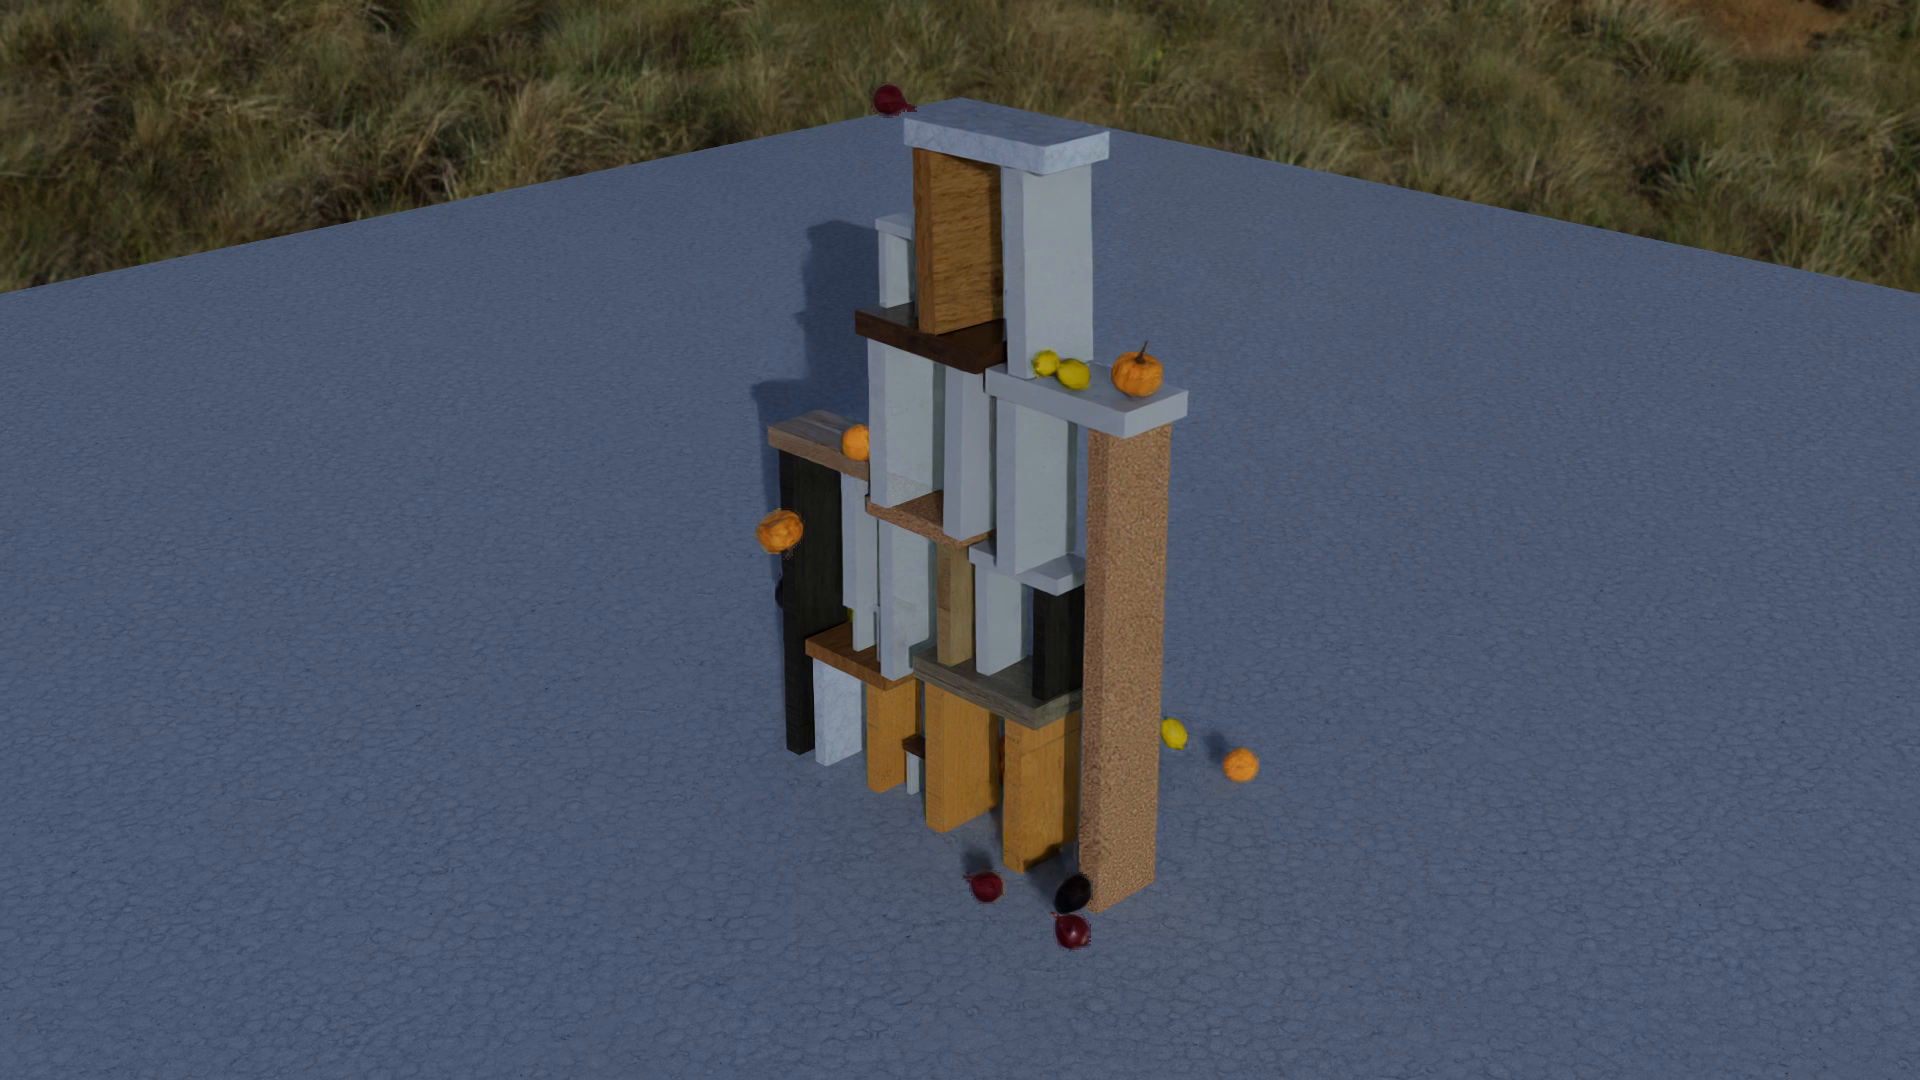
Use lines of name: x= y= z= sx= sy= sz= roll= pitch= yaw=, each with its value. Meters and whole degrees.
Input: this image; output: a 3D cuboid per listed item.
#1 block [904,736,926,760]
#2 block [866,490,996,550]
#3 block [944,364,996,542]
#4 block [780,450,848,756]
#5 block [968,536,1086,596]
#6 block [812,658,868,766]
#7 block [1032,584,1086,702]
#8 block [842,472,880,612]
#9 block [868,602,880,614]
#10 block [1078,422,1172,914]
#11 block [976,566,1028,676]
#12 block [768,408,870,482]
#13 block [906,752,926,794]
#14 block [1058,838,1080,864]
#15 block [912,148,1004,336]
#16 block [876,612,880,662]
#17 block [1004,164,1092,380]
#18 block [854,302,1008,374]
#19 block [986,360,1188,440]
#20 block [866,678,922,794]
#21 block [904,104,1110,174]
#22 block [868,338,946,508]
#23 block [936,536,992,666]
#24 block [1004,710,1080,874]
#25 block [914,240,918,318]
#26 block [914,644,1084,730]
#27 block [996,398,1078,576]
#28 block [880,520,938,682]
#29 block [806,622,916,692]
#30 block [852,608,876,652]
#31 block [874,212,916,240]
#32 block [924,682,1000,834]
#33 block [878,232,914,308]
block: x=-0.065 y=0.429 z=4.483 sx=0.097 sy=0.014 sz=0.049 roll=21 pitch=31 yaw=41
block: x=-0.049 y=-0.050 z=4.242 sx=0.126 sy=0.036 sz=0.252 roll=-21 pitch=31 yaw=-40
block: x=0.048 y=-0.179 z=4.074 sx=0.166 sy=0.332 sz=0.047 roll=-20 pitch=32 yaw=-39
block: x=-0.303 y=0.116 z=4.603 sx=0.041 sy=0.690 sz=0.144 roll=22 pitch=31 yaw=40
block: x=0.135 y=0.042 z=4.103 sx=0.223 sy=0.032 sz=0.112 roll=21 pitch=31 yaw=40
block: x=-0.251 y=0.344 z=4.639 sx=0.034 sy=0.243 sz=0.122 roll=21 pitch=31 yaw=41
block: x=0.186 y=0.179 z=4.106 sx=0.112 sy=0.223 sz=0.032 roll=-21 pitch=31 yaw=-40
block: x=-0.168 y=-0.015 z=4.397 sx=0.144 sy=0.288 sz=0.041 roll=-21 pitch=32 yaw=-40
block: x=-0.170 y=0.123 z=4.462 sx=0.054 sy=0.015 sz=0.109 roll=-21 pitch=31 yaw=-40
block: x=0.296 y=0.231 z=3.994 sx=0.047 sy=0.955 sz=0.165 roll=21 pitch=31 yaw=41
block: x=0.079 y=0.137 z=4.205 sx=0.032 sy=0.223 sz=0.112 roll=19 pitch=29 yaw=39
block: x=-0.234 y=-0.192 z=4.392 sx=0.288 sy=0.041 sz=0.144 roll=21 pitch=31 yaw=40
block: x=-0.088 y=0.471 z=4.526 sx=0.014 sy=0.097 sz=0.049 roll=21 pitch=31 yaw=41
block: x=0.251 y=0.603 z=4.322 sx=0.105 sy=0.015 sz=0.053 roll=-19 pitch=30 yaw=-38
block: x=-0.002 y=-0.553 z=3.979 sx=0.167 sy=0.334 sz=0.047 roll=-19 pitch=27 yaw=-38
block: x=-0.144 y=0.190 z=4.462 sx=0.015 sy=0.109 sz=0.054 roll=22 pitch=31 yaw=40
block: x=0.156 y=-0.481 z=3.853 sx=0.167 sy=0.369 sz=0.047 roll=-20 pitch=27 yaw=-39
block: x=-0.024 y=-0.385 z=4.075 sx=0.166 sy=0.047 sz=0.332 roll=-20 pitch=30 yaw=-39
block: x=0.220 y=-0.261 z=3.869 sx=0.165 sy=0.047 sz=0.330 roll=-21 pitch=31 yaw=-40
block: x=-0.135 y=0.389 z=4.533 sx=0.034 sy=0.243 sz=0.121 roll=22 pitch=31 yaw=40
block: x=0.079 y=-0.702 z=3.839 sx=0.334 sy=0.047 sz=0.167 roll=20 pitch=30 yaw=40
block: x=-0.098 y=-0.243 z=4.224 sx=0.047 sy=0.332 sz=0.166 roll=21 pitch=31 yaw=41
block: x=0.013 y=0.106 z=4.241 sx=0.036 sy=0.252 sz=0.126 roll=21 pitch=30 yaw=40
block: x=0.158 y=0.467 z=4.245 sx=0.162 sy=0.324 sz=0.046 roll=-21 pitch=31 yaw=-40
block: x=-0.051 y=-0.488 z=4.071 sx=0.072 sy=0.144 sz=0.020 roll=-20 pitch=30 yaw=-38
block: x=0.081 y=0.268 z=4.242 sx=0.324 sy=0.046 sz=0.162 roll=21 pitch=31 yaw=40
block: x=0.141 y=-0.117 z=4.013 sx=0.047 sy=0.330 sz=0.165 roll=21 pitch=31 yaw=41
block: x=-0.101 y=0.101 z=4.372 sx=0.036 sy=0.344 sz=0.126 roll=21 pitch=31 yaw=40
block: x=-0.192 y=0.239 z=4.530 sx=0.243 sy=0.034 sz=0.121 roll=22 pitch=31 yaw=40
block: x=-0.195 y=0.169 z=4.510 sx=0.015 sy=0.109 sz=0.054 roll=22 pitch=31 yaw=40
block: x=-0.083 y=-0.579 z=4.075 sx=0.072 sy=0.020 sz=0.144 roll=-20 pitch=30 yaw=-39
block: x=0.005 y=0.408 z=4.385 sx=0.162 sy=0.324 sz=0.046 roll=-21 pitch=31 yaw=-41
block: x=-0.118 y=-0.514 z=4.134 sx=0.072 sy=0.144 sz=0.020 roll=-19 pitch=29 yaw=-38
